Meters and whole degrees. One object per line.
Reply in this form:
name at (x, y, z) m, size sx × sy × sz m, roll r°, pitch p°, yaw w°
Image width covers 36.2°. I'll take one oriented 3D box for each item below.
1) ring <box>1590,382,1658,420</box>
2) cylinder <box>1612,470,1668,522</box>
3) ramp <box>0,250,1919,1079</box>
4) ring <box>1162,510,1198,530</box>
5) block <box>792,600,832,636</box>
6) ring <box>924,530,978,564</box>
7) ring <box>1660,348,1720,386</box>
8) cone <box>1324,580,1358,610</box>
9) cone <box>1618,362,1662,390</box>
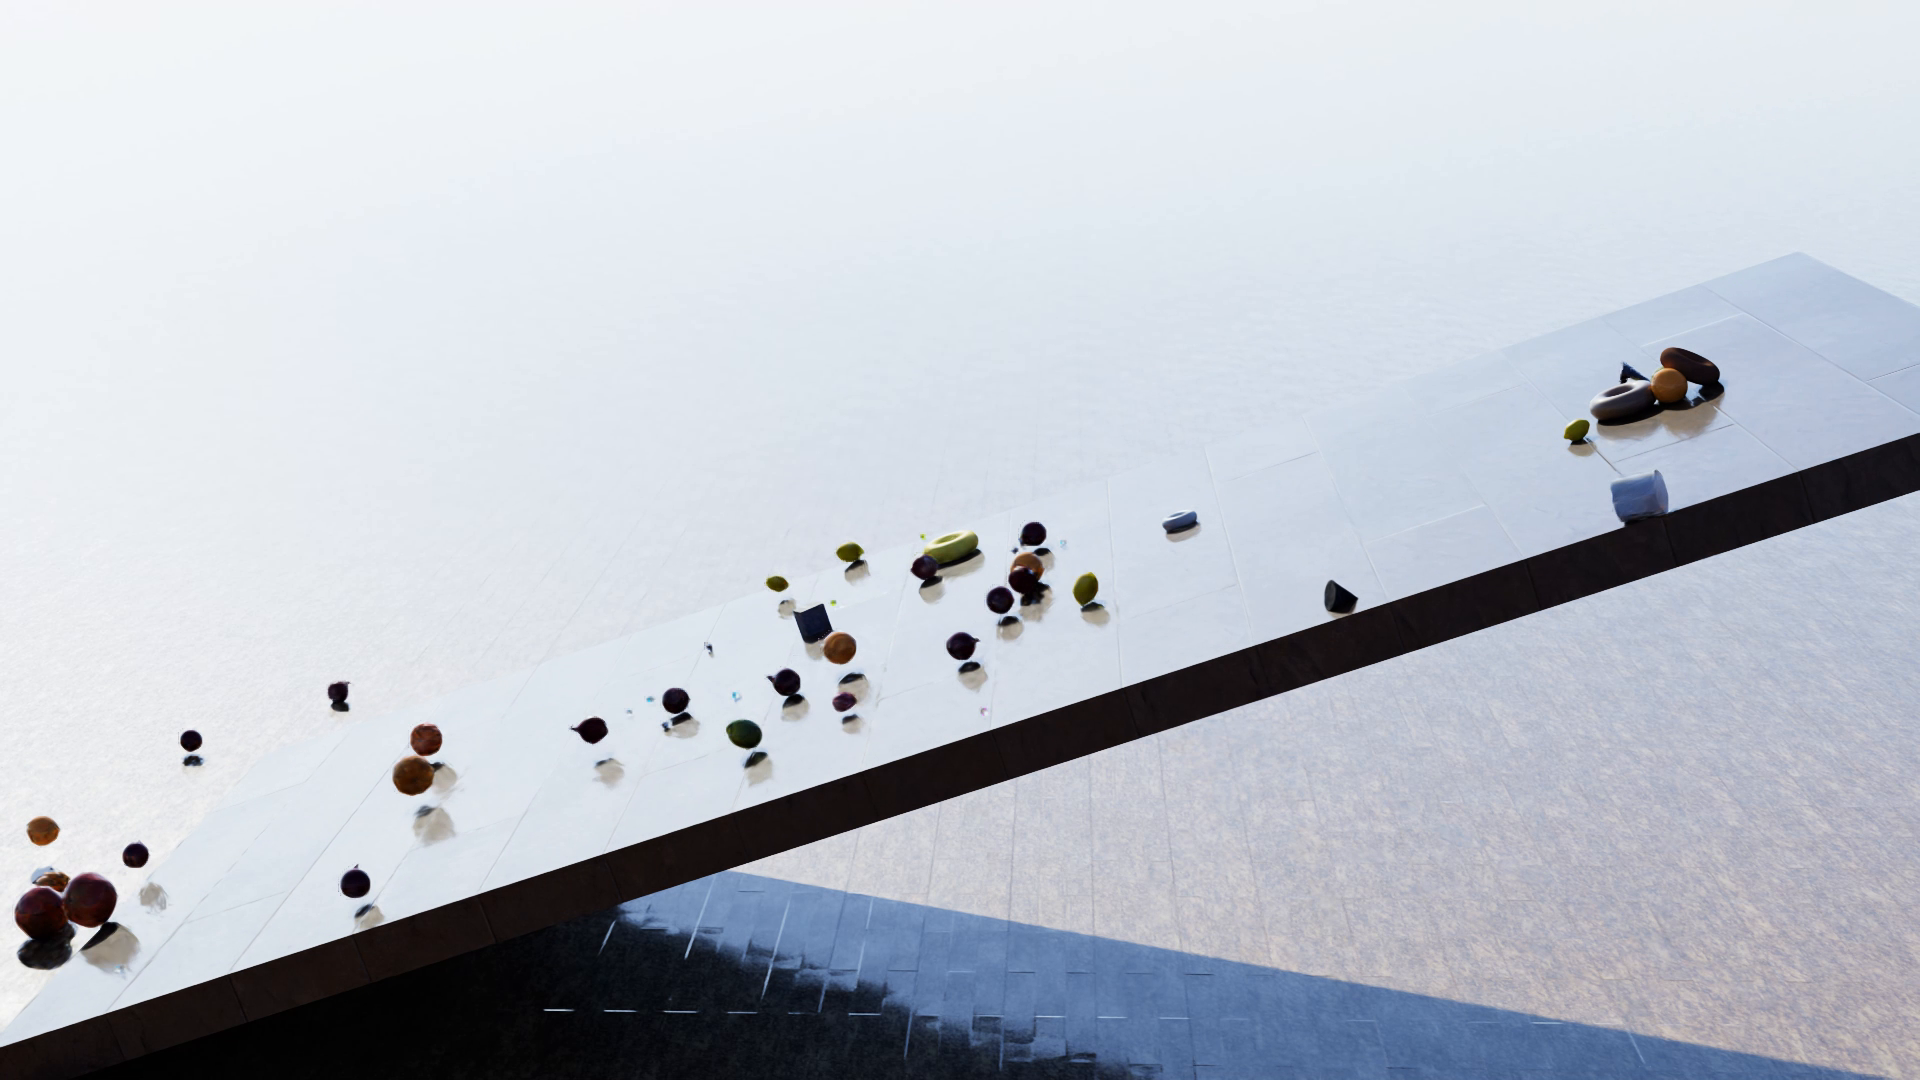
ring at (1.365, -0.287, 6.051) m, size 0.144 × 0.048 × 0.144 m, roll -20°, pitch 10°, yaw 4°
cylinder at (1.204, -0.078, 5.209) m, size 0.078 × 0.078 × 0.078 m, roll -14°, pitch 5°, yaw 28°
ramp at (0.107, 0.180, 6.305) m, size 4.000 × 0.100 × 2.000 m, roll -18°, pitch 11°, yaw 6°
ring at (0.480, -0.044, 6.431) m, size 0.081 × 0.027 × 0.081 m, roll -18°, pitch 9°, yaw 3°
block at (-0.335, 0.178, 6.656) m, size 0.059 × 0.059 × 0.059 m, roll -23°, pitch 11°, yaw -18°
ring at (-0.022, 0.017, 6.951) m, size 0.137 × 0.046 × 0.137 m, roll -18°, pitch 12°, yaw 4°
ring at (1.500, -0.357, 6.045) m, size 0.128 × 0.043 × 0.128 m, roll 19°, pitch 19°, yaw -7°
cone at (0.697, 0.103, 5.334) m, size 0.057 × 0.057 × 0.057 m, roll 6°, pitch 10°, yaw -14°
cone at (1.424, -0.322, 6.144) m, size 0.090 × 0.090 × 0.090 m, roll 11°, pitch 14°, yaw 11°
